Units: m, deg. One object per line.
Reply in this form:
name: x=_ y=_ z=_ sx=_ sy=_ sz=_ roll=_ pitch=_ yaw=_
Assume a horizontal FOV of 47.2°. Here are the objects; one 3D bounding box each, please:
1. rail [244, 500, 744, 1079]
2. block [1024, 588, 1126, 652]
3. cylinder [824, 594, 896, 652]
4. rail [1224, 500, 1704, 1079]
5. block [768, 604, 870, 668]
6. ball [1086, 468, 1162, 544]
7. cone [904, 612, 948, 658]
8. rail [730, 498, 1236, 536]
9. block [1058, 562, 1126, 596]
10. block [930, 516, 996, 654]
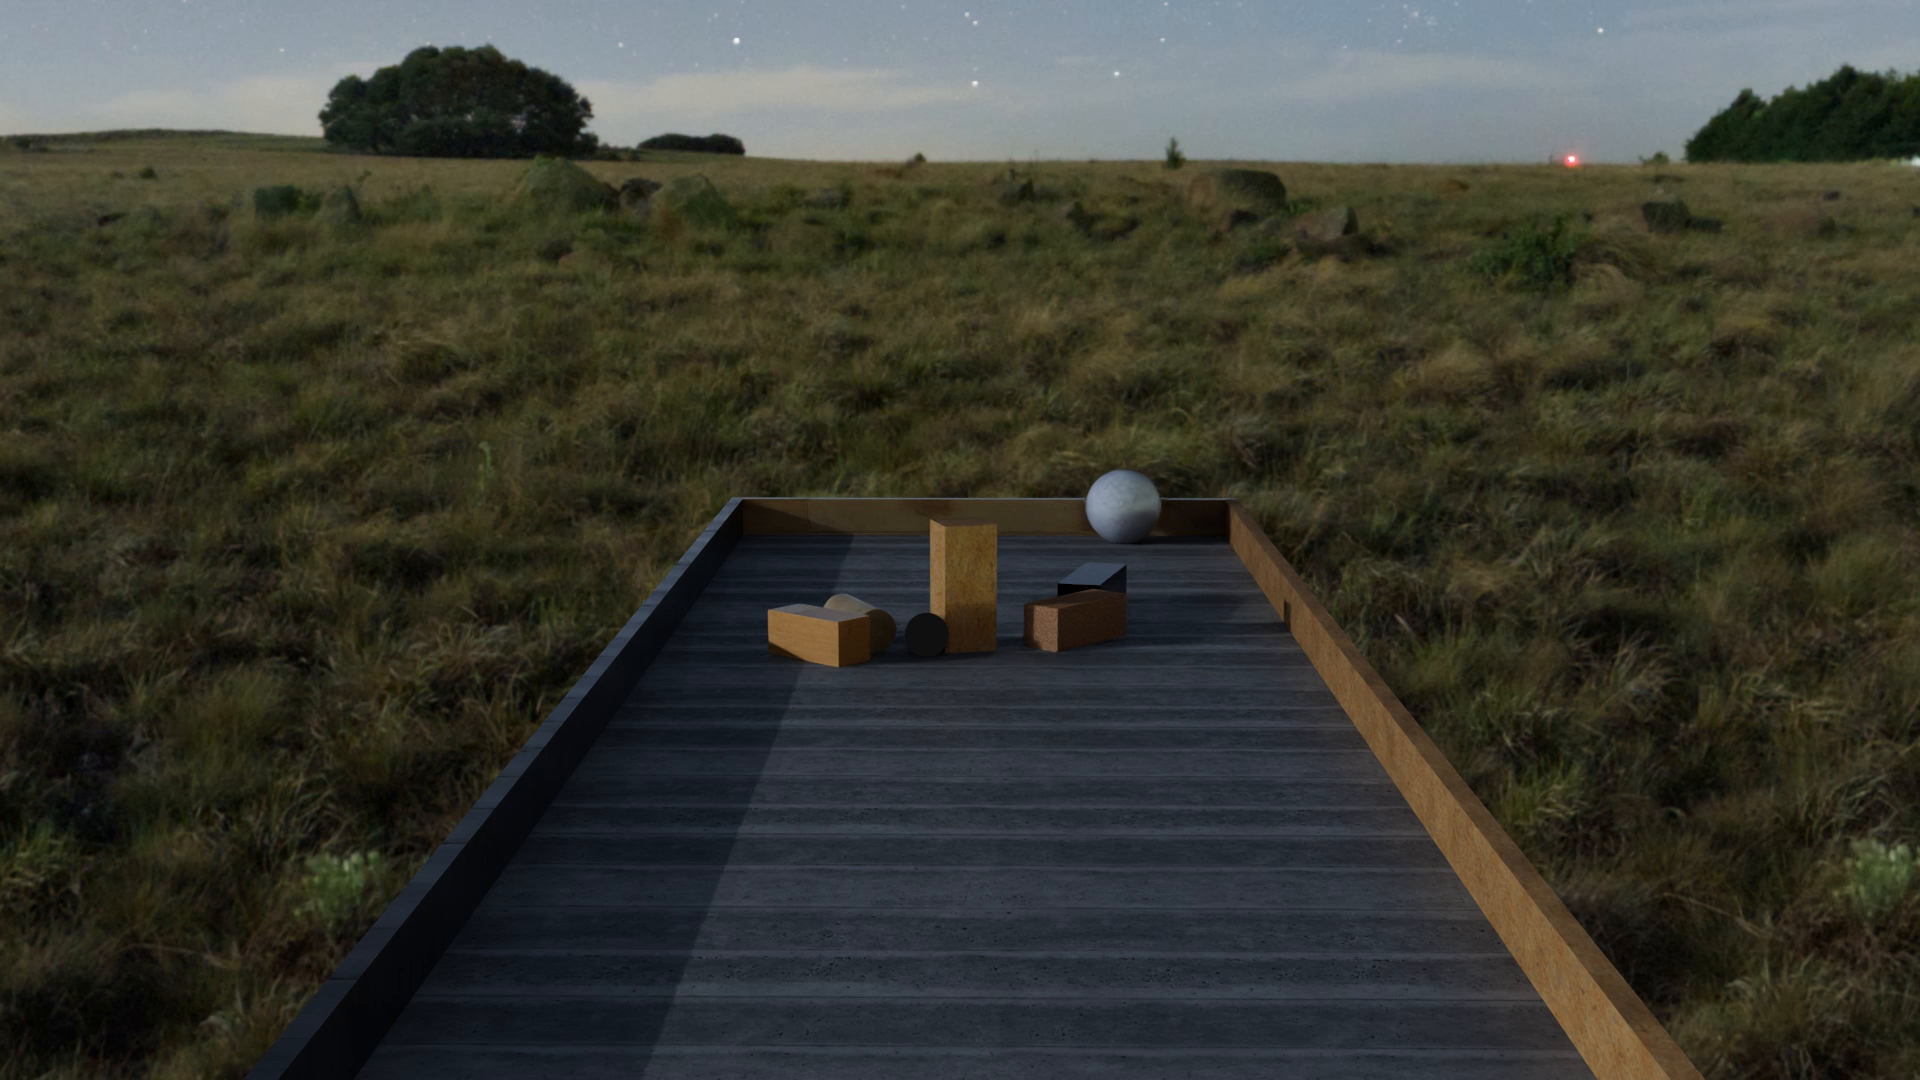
rail: x=-1.004 y=0.839 z=3.234 sx=0.050 sy=0.150 sz=12.000 roll=0 pitch=9 yaw=1
block: x=0.367 y=0.253 z=6.981 sx=0.136 sy=0.136 sz=0.354 roll=8 pitch=12 yaw=41
cylinder: x=-0.320 y=0.260 z=6.939 sx=0.134 sy=0.134 sz=0.303 roll=-4 pitch=10 yaw=-23
rail: x=1.046 y=0.843 z=3.208 sx=0.050 sy=0.150 sz=12.000 roll=0 pitch=9 yaw=1
block: x=-0.432 y=0.290 z=6.736 sx=0.302 sy=0.138 sz=0.138 roll=8 pitch=12 yaw=41
ball: x=0.662 y=-0.137 z=8.899 sx=0.304 sy=0.304 sz=0.304 roll=0 pitch=9 yaw=0
cone: x=-0.136 y=0.294 z=6.938 sx=0.136 sy=0.136 sz=0.402 roll=-2 pitch=-1 yaw=-10
rail: x=0.099 y=-0.098 z=9.147 sx=2.100 sy=0.150 sz=0.050 roll=0 pitch=9 yaw=1
block: x=0.447 y=0.182 z=7.408 sx=0.141 sy=0.141 sz=0.431 roll=3 pitch=9 yaw=16
block: x=0.010 y=0.139 z=6.865 sx=0.167 sy=0.396 sz=0.167 roll=-3 pitch=10 yaw=-17
